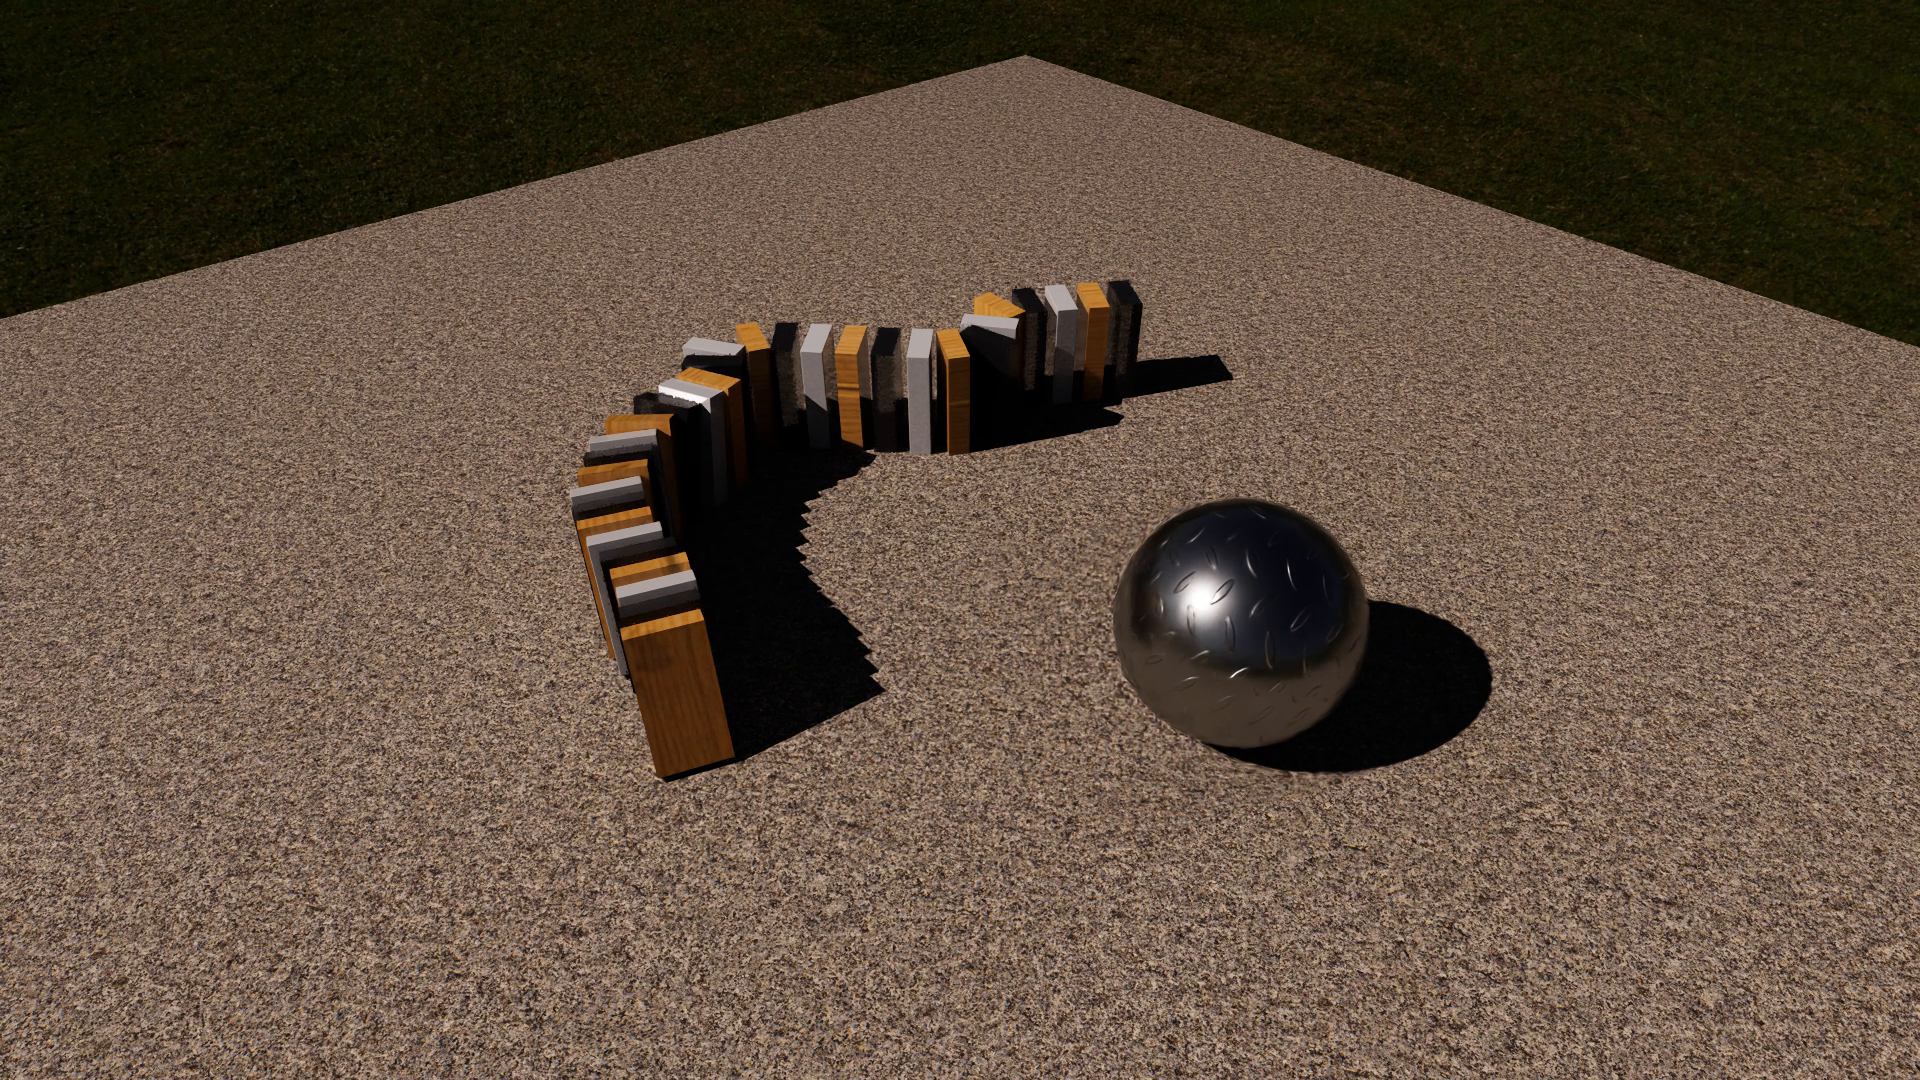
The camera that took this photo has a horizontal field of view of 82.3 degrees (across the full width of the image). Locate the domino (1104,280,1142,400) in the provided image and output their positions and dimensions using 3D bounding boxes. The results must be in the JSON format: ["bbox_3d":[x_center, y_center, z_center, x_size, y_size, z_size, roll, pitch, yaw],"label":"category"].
[{"bbox_3d":[0.077,-0.096,0.529,0.009,0.050,0.025,-6,40,-7],"label":"domino"}]

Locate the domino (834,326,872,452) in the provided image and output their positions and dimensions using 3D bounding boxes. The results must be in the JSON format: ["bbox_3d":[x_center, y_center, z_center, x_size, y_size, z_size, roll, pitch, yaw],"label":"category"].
[{"bbox_3d":[-0.047,-0.068,0.494,0.009,0.050,0.025,4,39,5],"label":"domino"}]

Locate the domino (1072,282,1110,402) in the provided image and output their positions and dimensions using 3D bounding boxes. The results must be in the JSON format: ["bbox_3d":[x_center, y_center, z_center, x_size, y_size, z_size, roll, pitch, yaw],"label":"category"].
[{"bbox_3d":[0.062,-0.095,0.527,0.009,0.050,0.025,-5,40,-6],"label":"domino"}]

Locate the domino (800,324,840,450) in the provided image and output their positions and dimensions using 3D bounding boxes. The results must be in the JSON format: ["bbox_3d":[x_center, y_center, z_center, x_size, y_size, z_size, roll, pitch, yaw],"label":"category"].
[{"bbox_3d":[-0.063,-0.069,0.496,0.009,0.050,0.025,3,39,4],"label":"domino"}]

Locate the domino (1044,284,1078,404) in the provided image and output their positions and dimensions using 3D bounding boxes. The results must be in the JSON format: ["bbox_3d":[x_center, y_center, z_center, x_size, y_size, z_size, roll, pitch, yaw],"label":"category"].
[{"bbox_3d":[0.047,-0.093,0.525,0.009,0.050,0.025,-6,40,-8],"label":"domino"}]

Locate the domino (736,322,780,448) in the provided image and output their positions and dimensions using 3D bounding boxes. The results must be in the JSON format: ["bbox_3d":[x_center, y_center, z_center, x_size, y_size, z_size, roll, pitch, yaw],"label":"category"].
[{"bbox_3d":[-0.091,-0.070,0.496,0.010,0.050,0.025,-14,41,-17],"label":"domino"}]

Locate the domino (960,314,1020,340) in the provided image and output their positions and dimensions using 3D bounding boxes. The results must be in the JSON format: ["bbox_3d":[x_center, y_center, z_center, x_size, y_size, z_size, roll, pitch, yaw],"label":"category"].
[{"bbox_3d":[0.013,-0.079,0.507,0.025,0.050,0.010,7,40,9],"label":"domino"}]

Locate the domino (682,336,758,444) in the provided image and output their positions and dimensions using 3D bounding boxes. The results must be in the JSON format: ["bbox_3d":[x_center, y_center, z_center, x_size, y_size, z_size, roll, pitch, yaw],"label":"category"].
[{"bbox_3d":[-0.106,-0.064,0.489,0.025,0.050,0.009,11,39,14],"label":"domino"}]

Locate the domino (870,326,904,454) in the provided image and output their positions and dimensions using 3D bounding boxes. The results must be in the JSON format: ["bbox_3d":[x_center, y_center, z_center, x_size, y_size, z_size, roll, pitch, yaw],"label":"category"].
[{"bbox_3d":[-0.032,-0.067,0.493,0.009,0.050,0.025,4,39,5],"label":"domino"}]

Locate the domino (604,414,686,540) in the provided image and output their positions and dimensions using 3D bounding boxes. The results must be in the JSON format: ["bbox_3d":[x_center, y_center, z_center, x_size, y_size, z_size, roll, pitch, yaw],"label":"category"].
[{"bbox_3d":[-0.126,-0.025,0.441,0.025,0.050,0.009,-2,21,-2],"label":"domino"}]

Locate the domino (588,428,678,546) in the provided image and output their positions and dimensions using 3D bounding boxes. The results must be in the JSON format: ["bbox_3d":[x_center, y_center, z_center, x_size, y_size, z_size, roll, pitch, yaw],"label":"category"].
[{"bbox_3d":[-0.128,-0.017,0.432,0.025,0.050,0.010,-9,21,-11],"label":"domino"}]

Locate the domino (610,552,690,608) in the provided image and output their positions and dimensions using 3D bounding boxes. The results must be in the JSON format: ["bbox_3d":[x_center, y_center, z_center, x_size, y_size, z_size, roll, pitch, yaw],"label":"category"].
[{"bbox_3d":[-0.100,0.031,0.373,0.025,0.050,0.009,-14,23,-16],"label":"domino"}]

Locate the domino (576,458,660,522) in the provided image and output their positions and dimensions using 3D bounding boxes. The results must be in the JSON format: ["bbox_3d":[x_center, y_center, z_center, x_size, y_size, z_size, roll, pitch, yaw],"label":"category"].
[{"bbox_3d":[-0.126,-0.004,0.416,0.025,0.050,0.010,-9,22,-11],"label":"domino"}]

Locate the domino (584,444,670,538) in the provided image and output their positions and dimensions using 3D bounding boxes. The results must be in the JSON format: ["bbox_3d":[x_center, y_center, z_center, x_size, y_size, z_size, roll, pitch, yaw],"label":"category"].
[{"bbox_3d":[-0.127,-0.010,0.424,0.025,0.050,0.010,-9,22,-11],"label":"domino"}]

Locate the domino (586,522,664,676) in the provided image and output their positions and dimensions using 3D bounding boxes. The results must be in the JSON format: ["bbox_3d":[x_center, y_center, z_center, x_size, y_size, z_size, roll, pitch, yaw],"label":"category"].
[{"bbox_3d":[-0.112,0.021,0.386,0.025,0.050,0.010,-13,23,-16],"label":"domino"}]

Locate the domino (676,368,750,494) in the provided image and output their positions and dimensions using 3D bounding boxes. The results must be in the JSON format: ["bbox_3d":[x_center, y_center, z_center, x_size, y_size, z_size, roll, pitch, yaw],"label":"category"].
[{"bbox_3d":[-0.105,-0.046,0.468,0.025,0.050,0.009,16,36,18],"label":"domino"}]

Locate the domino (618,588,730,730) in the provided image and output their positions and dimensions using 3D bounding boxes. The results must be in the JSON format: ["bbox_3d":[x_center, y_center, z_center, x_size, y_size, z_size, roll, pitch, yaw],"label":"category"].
[{"bbox_3d":[-0.093,0.043,0.358,0.025,0.050,0.009,-14,23,-16],"label":"domino"}]

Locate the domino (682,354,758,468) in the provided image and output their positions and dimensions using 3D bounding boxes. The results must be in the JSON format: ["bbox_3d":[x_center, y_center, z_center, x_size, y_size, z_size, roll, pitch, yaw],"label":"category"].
[{"bbox_3d":[-0.104,-0.056,0.479,0.025,0.050,0.009,2,37,2],"label":"domino"}]

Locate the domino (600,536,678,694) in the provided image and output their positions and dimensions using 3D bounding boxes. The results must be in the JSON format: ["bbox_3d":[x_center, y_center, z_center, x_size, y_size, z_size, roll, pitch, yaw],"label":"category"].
[{"bbox_3d":[-0.106,0.026,0.379,0.025,0.050,0.010,-13,23,-16],"label":"domino"}]

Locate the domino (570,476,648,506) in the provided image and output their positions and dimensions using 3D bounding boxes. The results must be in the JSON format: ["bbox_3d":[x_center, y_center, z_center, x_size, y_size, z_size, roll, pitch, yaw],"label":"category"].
[{"bbox_3d":[-0.125,0.003,0.407,0.025,0.050,0.009,-13,23,-16],"label":"domino"}]

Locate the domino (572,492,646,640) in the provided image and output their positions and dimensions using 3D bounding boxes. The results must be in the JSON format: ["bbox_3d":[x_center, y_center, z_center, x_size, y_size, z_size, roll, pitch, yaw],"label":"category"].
[{"bbox_3d":[-0.122,0.010,0.399,0.025,0.050,0.010,-13,23,-16],"label":"domino"}]

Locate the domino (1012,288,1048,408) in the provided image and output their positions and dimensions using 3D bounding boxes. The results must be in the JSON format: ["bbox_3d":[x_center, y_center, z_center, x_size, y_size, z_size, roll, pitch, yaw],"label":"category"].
[{"bbox_3d":[0.032,-0.091,0.523,0.010,0.050,0.025,-9,40,-11],"label":"domino"}]

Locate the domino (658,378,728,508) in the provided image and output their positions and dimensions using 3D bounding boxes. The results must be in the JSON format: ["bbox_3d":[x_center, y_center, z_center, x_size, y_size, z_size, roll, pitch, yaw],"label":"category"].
[{"bbox_3d":[-0.111,-0.040,0.460,0.025,0.050,0.010,16,32,18],"label":"domino"}]

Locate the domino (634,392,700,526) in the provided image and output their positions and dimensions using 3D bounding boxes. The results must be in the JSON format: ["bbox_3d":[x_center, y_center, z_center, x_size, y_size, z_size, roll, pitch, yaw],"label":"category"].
[{"bbox_3d":[-0.120,-0.033,0.452,0.025,0.050,0.009,13,24,16],"label":"domino"}]

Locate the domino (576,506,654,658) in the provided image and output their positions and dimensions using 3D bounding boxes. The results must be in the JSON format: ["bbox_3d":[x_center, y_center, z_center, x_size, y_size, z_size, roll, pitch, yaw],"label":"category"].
[{"bbox_3d":[-0.118,0.015,0.392,0.025,0.050,0.010,-13,23,-16],"label":"domino"}]

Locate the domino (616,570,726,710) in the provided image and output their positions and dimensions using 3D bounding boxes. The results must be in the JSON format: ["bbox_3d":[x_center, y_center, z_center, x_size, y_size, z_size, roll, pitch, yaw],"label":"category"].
[{"bbox_3d":[-0.096,0.037,0.366,0.025,0.050,0.010,-14,23,-16],"label":"domino"}]

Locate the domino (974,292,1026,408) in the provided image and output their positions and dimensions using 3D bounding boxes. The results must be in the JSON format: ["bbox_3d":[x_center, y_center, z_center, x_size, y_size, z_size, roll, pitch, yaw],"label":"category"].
[{"bbox_3d":[0.018,-0.089,0.520,0.010,0.050,0.025,-29,47,-30],"label":"domino"}]

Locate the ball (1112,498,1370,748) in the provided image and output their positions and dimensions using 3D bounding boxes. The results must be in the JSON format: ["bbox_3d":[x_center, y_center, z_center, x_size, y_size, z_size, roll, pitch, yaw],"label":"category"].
[{"bbox_3d":[0.090,0.027,0.355,0.080,0.080,0.080,0,39,0],"label":"ball"}]

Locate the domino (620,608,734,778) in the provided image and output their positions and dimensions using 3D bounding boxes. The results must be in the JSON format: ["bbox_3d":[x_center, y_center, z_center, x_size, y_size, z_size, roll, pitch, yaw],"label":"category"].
[{"bbox_3d":[-0.090,0.049,0.351,0.025,0.050,0.010,-14,23,-16],"label":"domino"}]

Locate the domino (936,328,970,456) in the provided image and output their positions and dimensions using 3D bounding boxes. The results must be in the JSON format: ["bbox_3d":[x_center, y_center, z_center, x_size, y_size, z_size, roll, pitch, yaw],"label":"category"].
[{"bbox_3d":[-0.003,-0.066,0.492,0.009,0.050,0.025,-8,40,-10],"label":"domino"}]

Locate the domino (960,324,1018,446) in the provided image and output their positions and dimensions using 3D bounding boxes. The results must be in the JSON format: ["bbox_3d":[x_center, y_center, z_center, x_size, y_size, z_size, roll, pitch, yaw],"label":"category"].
[{"bbox_3d":[0.013,-0.070,0.496,0.025,0.050,0.010,24,45,26],"label":"domino"}]

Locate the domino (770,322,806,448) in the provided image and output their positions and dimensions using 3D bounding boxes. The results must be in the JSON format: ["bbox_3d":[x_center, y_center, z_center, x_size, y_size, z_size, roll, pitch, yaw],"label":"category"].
[{"bbox_3d":[-0.077,-0.070,0.497,0.009,0.050,0.025,1,39,-1],"label":"domino"}]

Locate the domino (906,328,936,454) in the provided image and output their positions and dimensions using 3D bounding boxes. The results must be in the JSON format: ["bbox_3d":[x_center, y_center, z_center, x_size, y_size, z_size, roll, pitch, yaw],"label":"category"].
[{"bbox_3d":[-0.017,-0.066,0.492,0.009,0.050,0.025,2,39,3],"label":"domino"}]
